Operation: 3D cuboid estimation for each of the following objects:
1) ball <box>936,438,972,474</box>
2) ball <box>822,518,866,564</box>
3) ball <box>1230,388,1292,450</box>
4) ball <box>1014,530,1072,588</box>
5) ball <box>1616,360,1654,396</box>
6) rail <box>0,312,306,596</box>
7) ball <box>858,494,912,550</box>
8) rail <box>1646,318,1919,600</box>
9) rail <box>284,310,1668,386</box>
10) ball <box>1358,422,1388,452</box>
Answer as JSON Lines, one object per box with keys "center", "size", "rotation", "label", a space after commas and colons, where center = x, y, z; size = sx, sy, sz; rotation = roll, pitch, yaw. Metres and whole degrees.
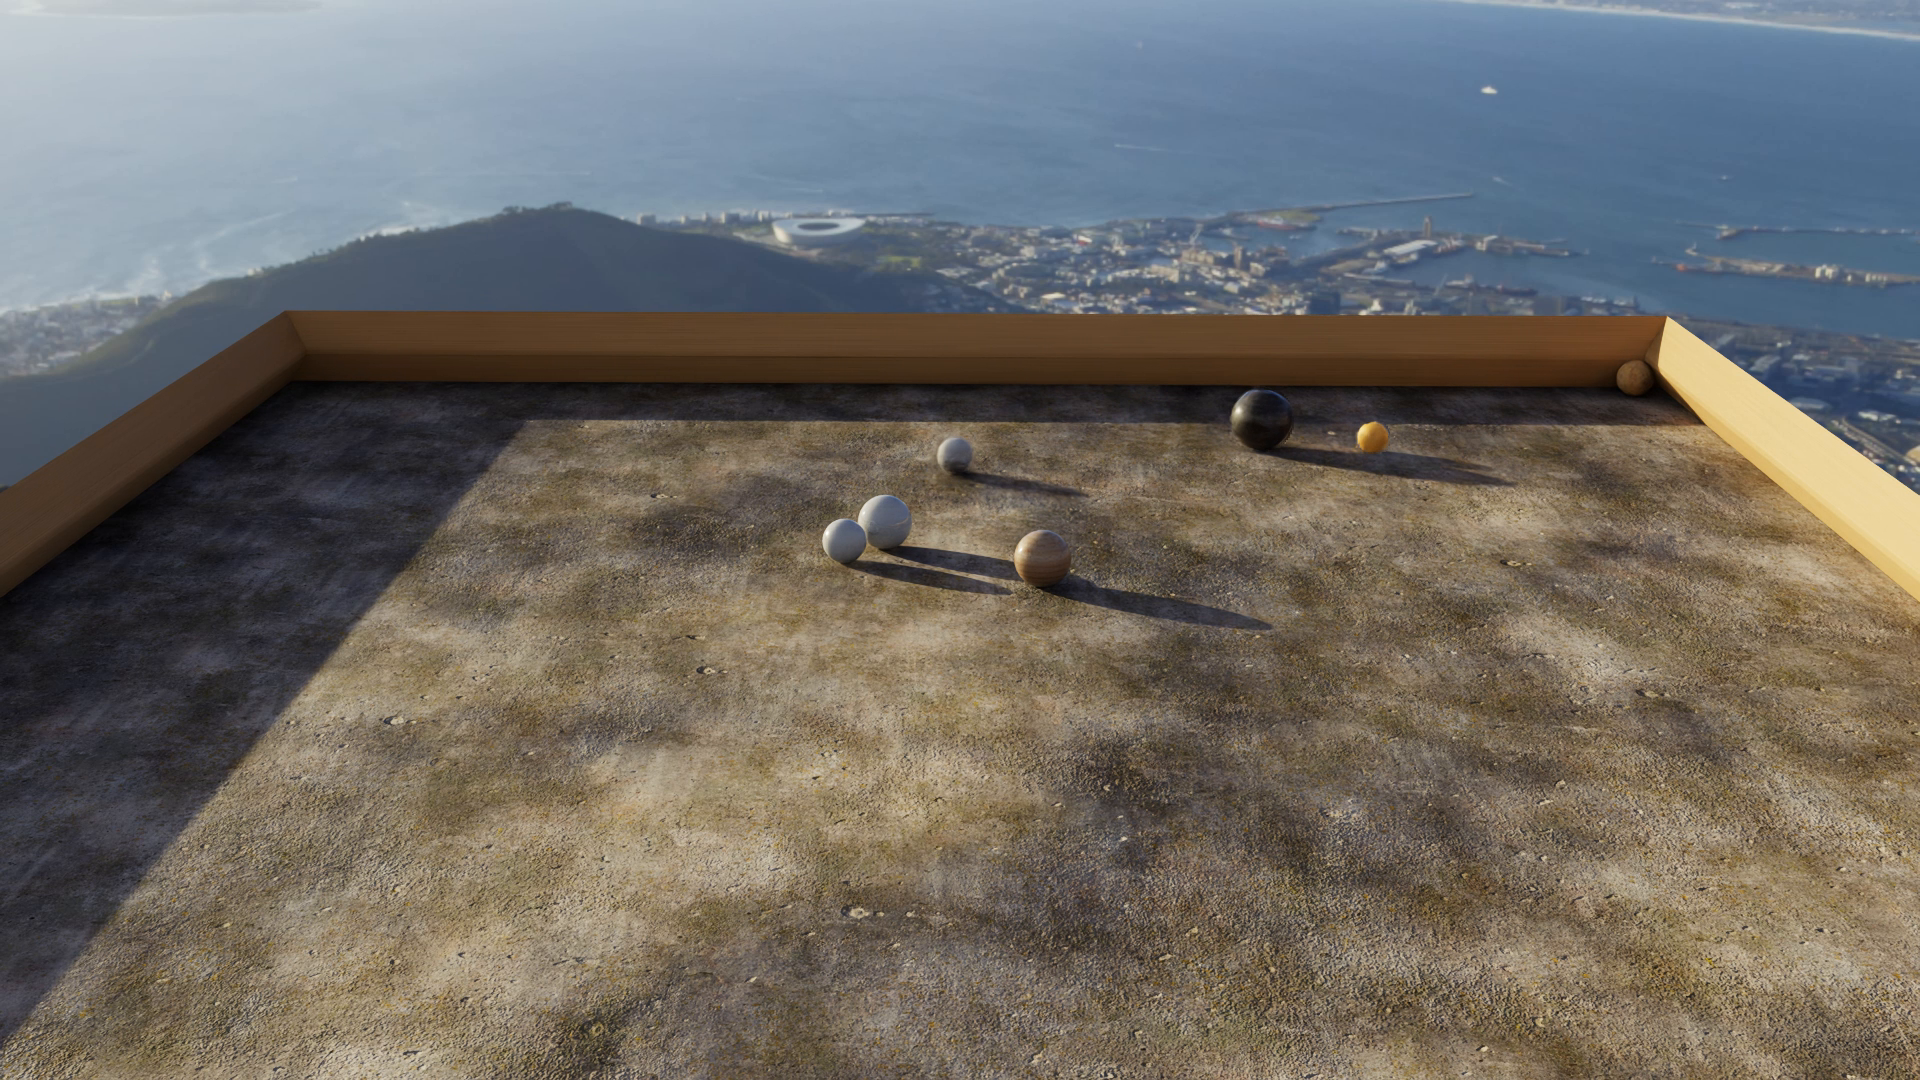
{"center": [-0.007, -0.119, 3.108], "size": [0.051, 0.051, 0.051], "rotation": [0, 18, 0], "label": "ball"}
{"center": [-0.143, 0.001, 2.720], "size": [0.055, 0.055, 0.055], "rotation": [0, 18, 0], "label": "ball"}
{"center": [0.442, -0.177, 3.228], "size": [0.090, 0.090, 0.090], "rotation": [0, 18, 0], "label": "ball"}
{"center": [0.099, 0.022, 2.631], "size": [0.069, 0.069, 0.069], "rotation": [0, 18, 0], "label": "ball"}
{"center": [1.088, -0.261, 3.545], "size": [0.059, 0.059, 0.059], "rotation": [0, 18, 0], "label": "ball"}
{"center": [-1.129, 0.250, 1.824], "size": [0.045, 0.117, 3.808], "rotation": [0, 18, 1], "label": "rail"}
{"center": [-0.094, -0.023, 2.773], "size": [0.069, 0.069, 0.069], "rotation": [0, 18, 0], "label": "ball"}
{"center": [1.089, 0.264, 1.780], "size": [0.045, 0.117, 3.808], "rotation": [0, 18, 1], "label": "rail"}
{"center": [0.019, -0.308, 3.595], "size": [2.266, 0.117, 0.045], "rotation": [0, 18, 1], "label": "rail"}
{"center": [0.604, -0.150, 3.216], "size": [0.045, 0.045, 0.045], "rotation": [0, 18, 0], "label": "ball"}
